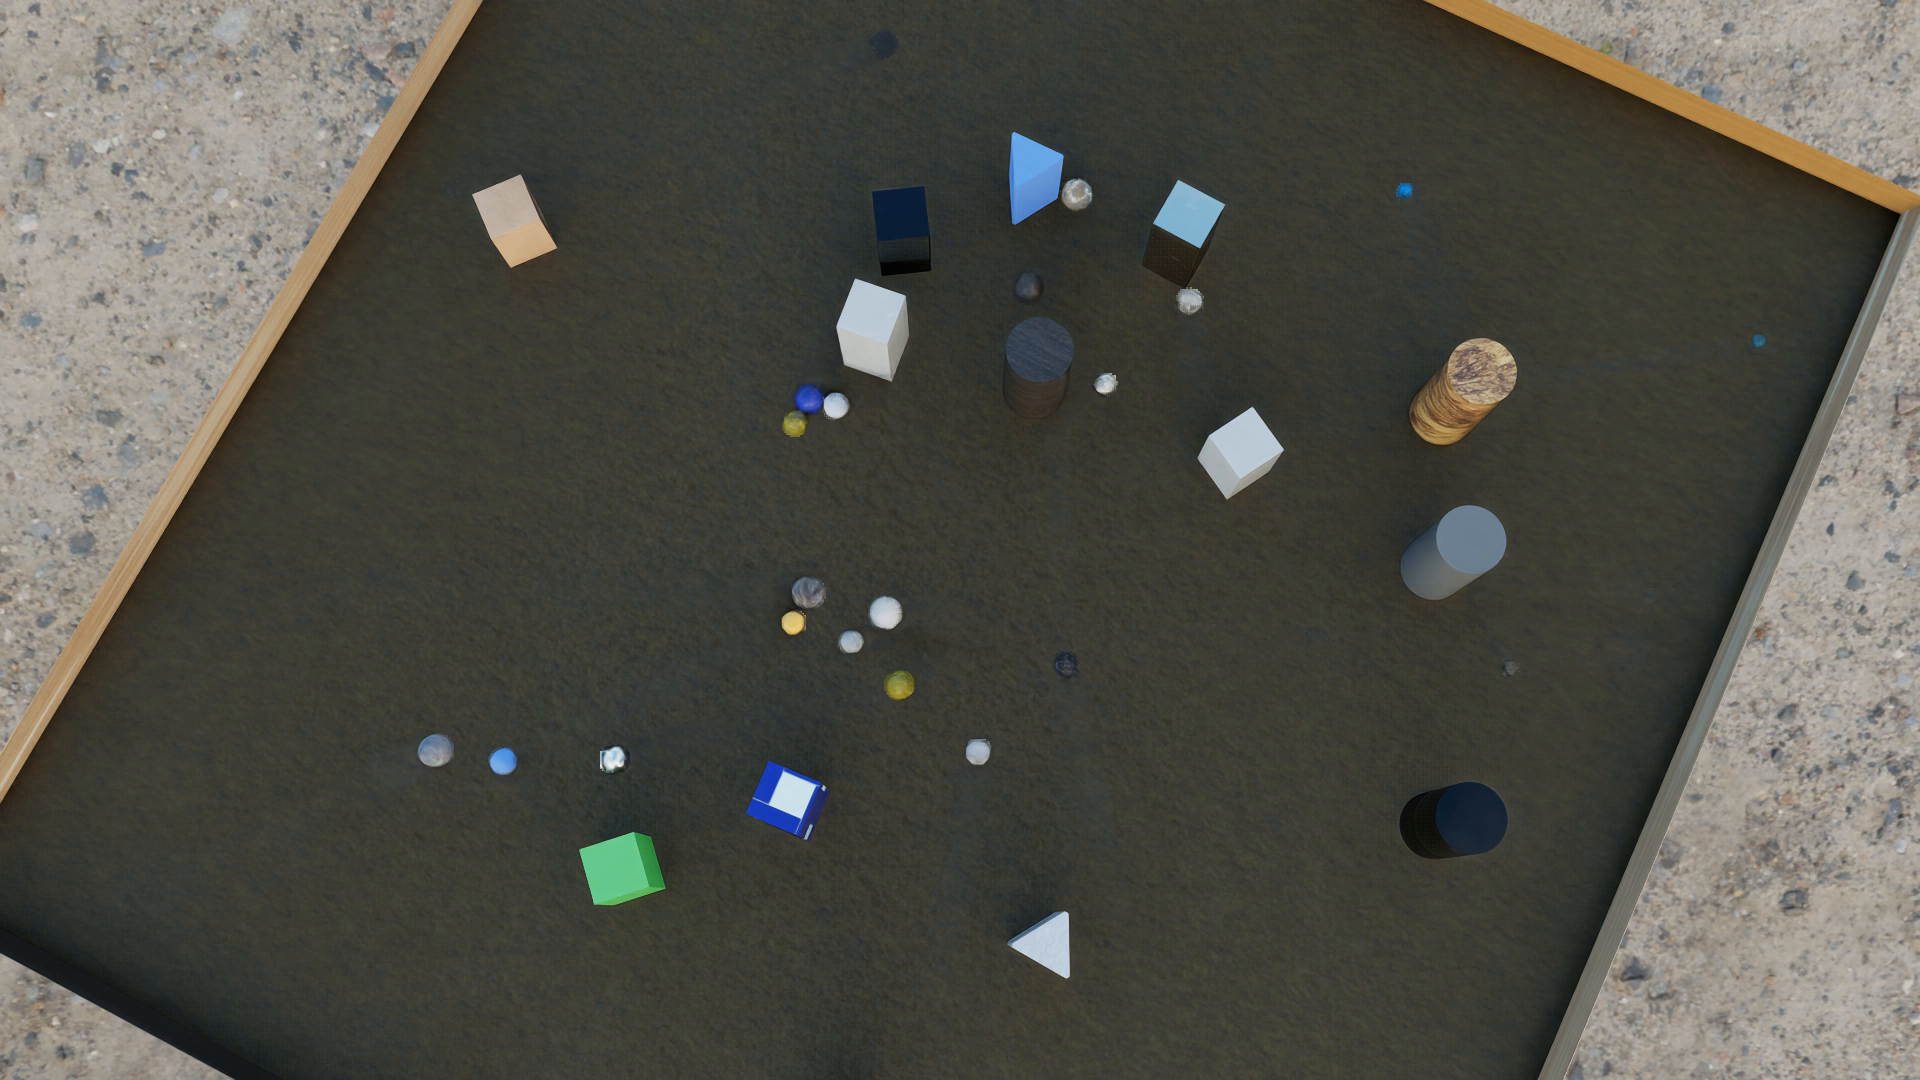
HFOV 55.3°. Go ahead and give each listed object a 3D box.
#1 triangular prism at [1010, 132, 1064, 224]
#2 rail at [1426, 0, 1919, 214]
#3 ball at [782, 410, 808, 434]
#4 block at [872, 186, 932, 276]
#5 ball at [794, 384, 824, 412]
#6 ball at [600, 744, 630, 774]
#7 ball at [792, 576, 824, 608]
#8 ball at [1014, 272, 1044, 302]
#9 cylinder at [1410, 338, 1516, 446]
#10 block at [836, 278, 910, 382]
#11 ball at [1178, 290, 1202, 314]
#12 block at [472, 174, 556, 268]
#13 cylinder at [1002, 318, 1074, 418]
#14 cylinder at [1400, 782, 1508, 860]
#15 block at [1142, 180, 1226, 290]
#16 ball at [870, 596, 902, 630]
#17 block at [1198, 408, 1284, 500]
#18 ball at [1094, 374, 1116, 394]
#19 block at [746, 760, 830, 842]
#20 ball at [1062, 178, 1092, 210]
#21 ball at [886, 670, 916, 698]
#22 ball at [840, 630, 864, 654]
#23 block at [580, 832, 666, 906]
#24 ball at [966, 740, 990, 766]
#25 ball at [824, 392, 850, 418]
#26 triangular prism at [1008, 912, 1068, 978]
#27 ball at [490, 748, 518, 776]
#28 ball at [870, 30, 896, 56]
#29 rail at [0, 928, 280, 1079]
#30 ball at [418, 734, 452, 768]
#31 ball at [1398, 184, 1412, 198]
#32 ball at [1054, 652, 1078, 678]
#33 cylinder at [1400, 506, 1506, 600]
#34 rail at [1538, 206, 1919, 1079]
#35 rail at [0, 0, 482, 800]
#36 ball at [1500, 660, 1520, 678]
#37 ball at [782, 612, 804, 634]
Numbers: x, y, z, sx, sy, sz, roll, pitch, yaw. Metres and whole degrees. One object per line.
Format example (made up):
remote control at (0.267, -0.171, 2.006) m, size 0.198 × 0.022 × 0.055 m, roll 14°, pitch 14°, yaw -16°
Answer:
triangular prism at (0.201, -1.142, 5.694) m, size 0.172 × 0.312 × 0.149 m, roll -33°, pitch 80°, yaw -6°
rail at (1.024, -1.998, 5.964) m, size 4.444 × 0.129 × 0.045 m, roll 26°, pitch 80°, yaw 5°
ball at (-0.509, -0.364, 5.654) m, size 0.075 × 0.075 × 0.075 m, roll 0°, pitch 78°, yaw 0°
block at (-0.178, -0.950, 5.657) m, size 0.158 × 0.307 × 0.158 m, roll -6°, pitch 78°, yaw -1°
ball at (-0.466, -0.438, 5.661) m, size 0.090 × 0.090 × 0.090 m, roll 0°, pitch 78°, yaw 0°
ball at (-1.021, 0.650, 5.438) m, size 0.087 × 0.087 × 0.087 m, roll 0°, pitch 78°, yaw 0°
ball at (-0.461, 0.159, 5.534) m, size 0.097 × 0.097 × 0.097 m, roll 0°, pitch 78°, yaw 0°
ball at (0.215, -0.790, 5.731) m, size 0.097 × 0.097 × 0.097 m, roll 0°, pitch 78°, yaw 0°
cylinder at (1.496, -0.437, 5.472) m, size 0.198 × 0.461 × 0.198 m, roll 0°, pitch 78°, yaw 0°
block at (-0.261, -0.632, 5.554) m, size 0.158 × 0.378 × 0.158 m, roll 19°, pitch 79°, yaw 4°
ball at (0.718, -0.745, 5.732) m, size 0.076 × 0.076 × 0.076 m, roll 0°, pitch 78°, yaw 0°
block at (-1.381, -0.989, 5.695) m, size 0.158 × 0.247 × 0.158 m, roll -24°, pitch 79°, yaw -5°
cylinder at (0.232, -0.513, 5.520) m, size 0.198 × 0.397 × 0.198 m, roll 0°, pitch 78°, yaw 0°
cylinder at (1.404, 0.805, 5.235) m, size 0.198 × 0.421 × 0.198 m, roll 0°, pitch 78°, yaw 0°
block at (0.681, -0.933, 5.626) m, size 0.158 × 0.360 × 0.158 m, roll 29°, pitch 80°, yaw 6°
ball at (-0.222, 0.219, 5.521) m, size 0.099 × 0.099 × 0.099 m, roll 0°, pitch 78°, yaw 0°
block at (0.844, -0.259, 5.532) m, size 0.158 × 0.271 × 0.158 m, roll -33°, pitch 80°, yaw -6°
ball at (0.449, -0.484, 5.685) m, size 0.063 × 0.063 × 0.063 m, roll 0°, pitch 78°, yaw 0°
block at (-0.490, 0.754, 5.271) m, size 0.158 × 0.371 × 0.158 m, roll 22°, pitch 79°, yaw 4°
ball at (0.370, -1.091, 5.792) m, size 0.099 × 0.099 × 0.099 m, roll 0°, pitch 78°, yaw 0°
ball at (-0.177, 0.432, 5.483) m, size 0.087 × 0.087 × 0.087 m, roll 0°, pitch 78°, yaw 0°
ball at (-0.326, 0.306, 5.518) m, size 0.069 × 0.069 × 0.069 m, roll 0°, pitch 78°, yaw 0°
block at (-0.967, 0.947, 5.269) m, size 0.158 × 0.296 × 0.158 m, roll -18°, pitch 79°, yaw -4°
ball at (0.054, 0.631, 5.448) m, size 0.075 × 0.075 × 0.075 m, roll 0°, pitch 78°, yaw 0°
ball at (-0.382, -0.416, 5.662) m, size 0.081 × 0.081 × 0.081 m, roll 0°, pitch 78°, yaw 0°
triangular prism at (0.250, 1.110, 5.135) m, size 0.172 × 0.494 × 0.149 m, roll 29°, pitch 80°, yaw 6°
ball at (-1.354, 0.659, 5.440) m, size 0.078 × 0.078 × 0.078 m, roll 0°, pitch 78°, yaw 0°
ball at (-0.248, -1.601, 5.907) m, size 0.080 × 0.080 × 0.080 m, roll 0°, pitch 78°, yaw 0°
rail at (-1.024, 2.012, 5.133) m, size 4.444 × 0.129 × 0.045 m, roll 26°, pitch 80°, yaw 5°
ball at (-1.558, 0.626, 5.437) m, size 0.098 × 0.098 × 0.098 m, roll 0°, pitch 78°, yaw 0°
ball at (1.416, -1.107, 5.824) m, size 0.044 × 0.044 × 0.044 m, roll 0°, pitch 78°, yaw 0°
ball at (0.319, 0.376, 5.500) m, size 0.076 × 0.076 × 0.076 m, roll 0°, pitch 78°, yaw 0°
cylinder at (1.444, 0.042, 5.388) m, size 0.198 × 0.431 × 0.198 m, roll 0°, pitch 78°, yaw 0°
rail at (1.966, 0.970, 5.349) m, size 0.045 × 0.129 × 4.626 m, roll 26°, pitch 80°, yaw 5°
rail at (-1.966, -0.956, 5.748) m, size 0.045 × 0.129 × 4.626 m, roll 26°, pitch 80°, yaw 5°
ball at (1.654, 0.386, 5.509) m, size 0.053 × 0.053 × 0.053 m, roll 0°, pitch 78°, yaw 0°
ball at (-0.505, 0.250, 5.529) m, size 0.070 × 0.070 × 0.070 m, roll 0°, pitch 78°, yaw 0°
